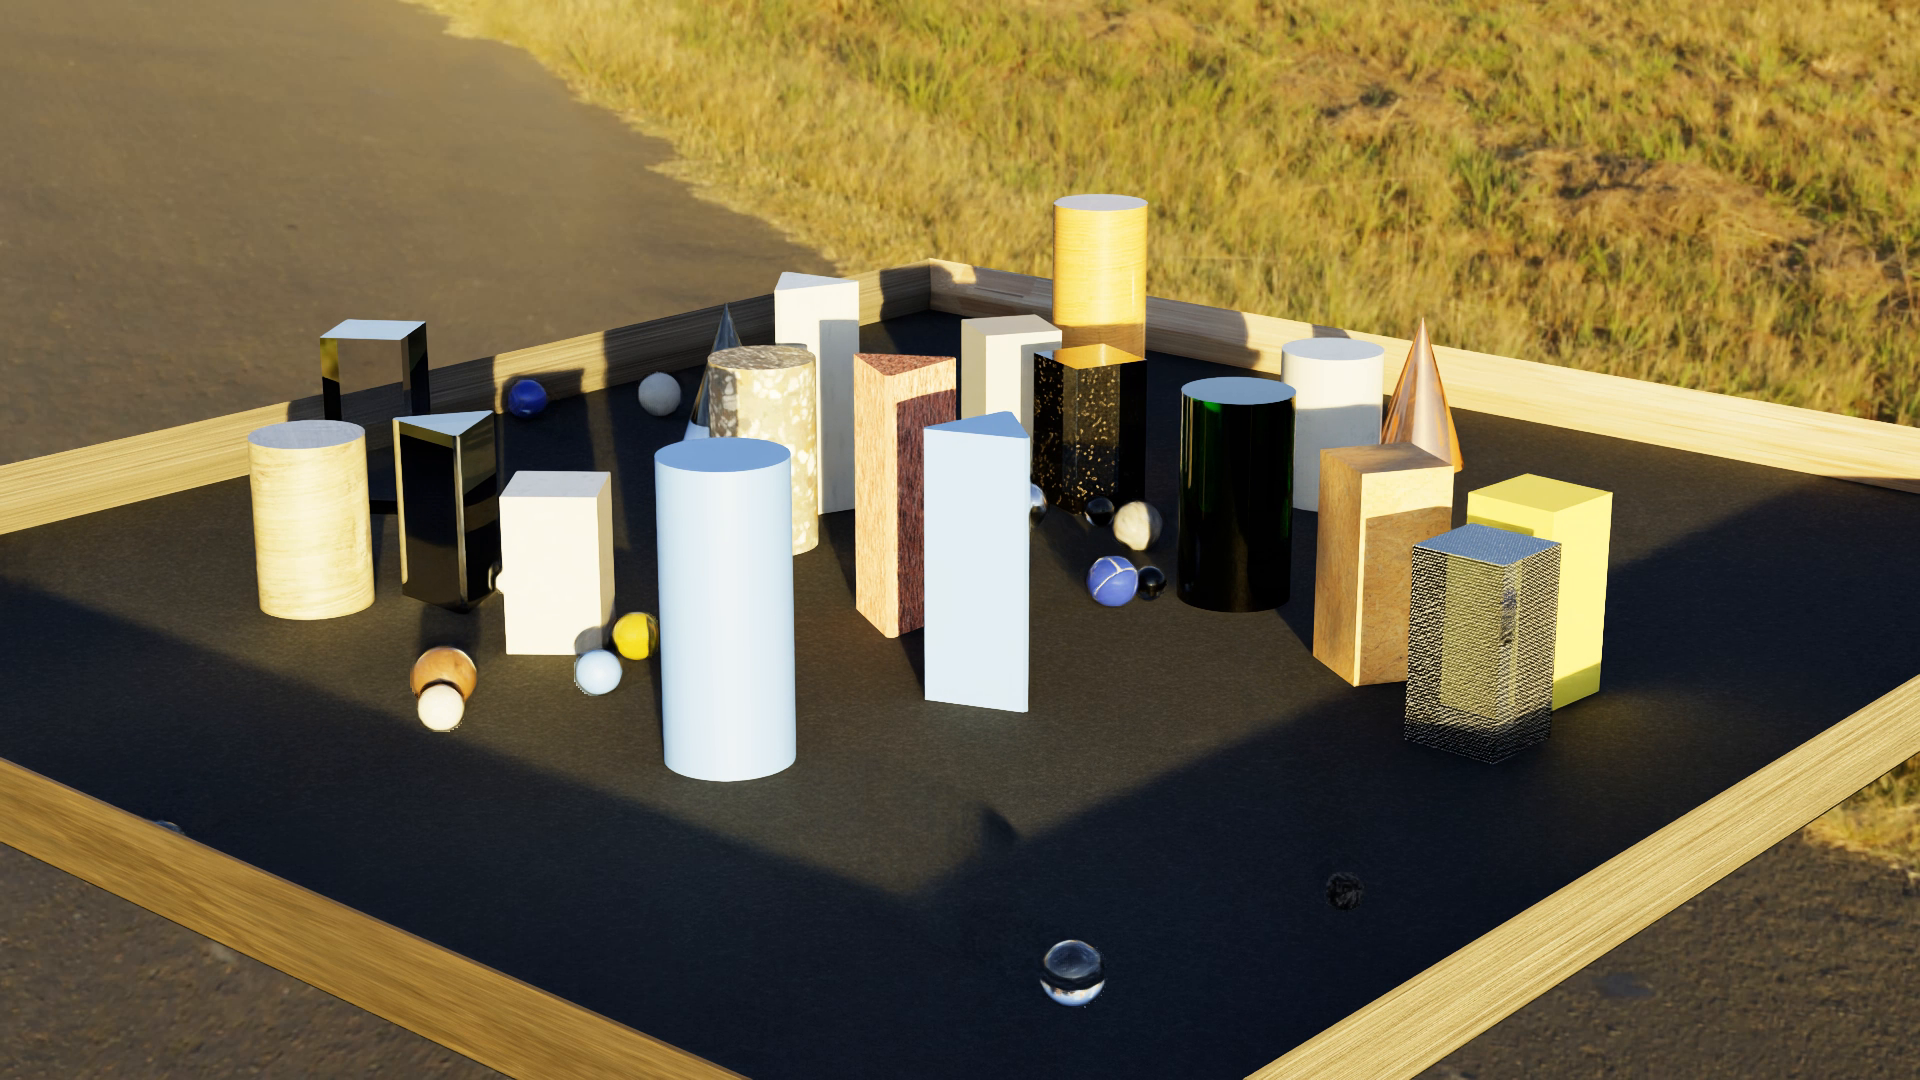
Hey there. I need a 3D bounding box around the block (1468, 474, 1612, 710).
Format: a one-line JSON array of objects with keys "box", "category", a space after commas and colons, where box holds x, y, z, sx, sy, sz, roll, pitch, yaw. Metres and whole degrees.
[{"box": [0.903, 0.083, 4.609, 0.158, 0.327, 0.158, -16, 23, -42], "category": "block"}]

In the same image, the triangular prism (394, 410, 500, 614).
[{"box": [-0.863, -0.057, 5.091, 0.171, 0.317, 0.148, 15, 22, 40], "category": "triangular prism"}]

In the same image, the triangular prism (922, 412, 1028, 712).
[{"box": [0.049, 0.028, 4.596, 0.171, 0.440, 0.148, 6, 18, 20], "category": "triangular prism"}]

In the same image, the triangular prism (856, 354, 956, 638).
[{"box": [-0.119, -0.084, 4.953, 0.148, 0.450, 0.171, 14, 21, 38], "category": "triangular prism"}]

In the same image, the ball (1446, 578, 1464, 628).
[{"box": [0.862, 0.106, 4.940, 0.092, 0.092, 0.092, 0, 17, 0], "category": "ball"}]

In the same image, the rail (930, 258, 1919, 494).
[{"box": [1.113, -0.338, 6.347, 3.191, 0.128, 0.045, 14, 22, 39], "category": "rail"}]

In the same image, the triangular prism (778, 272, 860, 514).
[{"box": [-0.301, -0.283, 5.621, 0.171, 0.444, 0.148, -9, 19, -27], "category": "triangular prism"}]

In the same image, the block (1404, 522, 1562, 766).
[{"box": [0.785, 0.154, 4.407, 0.158, 0.309, 0.158, 15, 22, 40], "category": "block"}]

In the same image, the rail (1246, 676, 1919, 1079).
[{"box": [1.187, 0.329, 4.133, 0.045, 0.128, 3.442, 14, 22, 39], "category": "rail"}]

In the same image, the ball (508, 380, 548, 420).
[{"box": [-0.931, -0.302, 6.307, 0.085, 0.085, 0.085, 0, 17, 0], "category": "ball"}]

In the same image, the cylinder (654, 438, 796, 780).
[{"box": [-0.343, 0.100, 4.310, 0.197, 0.468, 0.197, 0, 17, 0], "category": "cylinder"}]

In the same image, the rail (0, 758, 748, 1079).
[{"box": [-1.113, 0.402, 3.893, 3.191, 0.128, 0.045, 14, 22, 39], "category": "rail"}]

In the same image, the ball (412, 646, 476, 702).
[{"box": [-0.803, 0.214, 4.570, 0.099, 0.099, 0.099, 0, 17, 0], "category": "ball"}]

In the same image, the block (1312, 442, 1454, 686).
[{"box": [0.680, 0.037, 4.721, 0.158, 0.351, 0.158, -5, 18, -17], "category": "block"}]

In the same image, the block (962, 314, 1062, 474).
[{"box": [0.103, -0.291, 5.913, 0.158, 0.291, 0.158, -5, 18, -17], "category": "block"}]

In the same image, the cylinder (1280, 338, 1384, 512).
[{"box": [0.717, -0.224, 5.679, 0.197, 0.299, 0.197, 0, 17, 0], "category": "cylinder"}]

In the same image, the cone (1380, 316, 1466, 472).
[{"box": [0.929, -0.303, 5.927, 0.197, 0.306, 0.197, 0, 17, 0], "category": "cone"}]

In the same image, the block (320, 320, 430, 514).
[{"box": [-1.119, -0.237, 5.644, 0.158, 0.344, 0.158, 2, 17, 7], "category": "block"}]

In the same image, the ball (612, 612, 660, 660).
[{"box": [-0.530, 0.157, 4.796, 0.079, 0.079, 0.079, 0, 17, 0], "category": "ball"}]

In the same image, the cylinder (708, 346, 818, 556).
[{"box": [-0.361, -0.164, 5.387, 0.197, 0.351, 0.197, 0, 17, 0], "category": "cylinder"}]

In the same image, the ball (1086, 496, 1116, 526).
[{"box": [0.264, -0.053, 5.531, 0.057, 0.057, 0.057, 0, 17, 0], "category": "ball"}]

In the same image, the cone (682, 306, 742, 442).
[{"box": [-0.482, -0.347, 6.091, 0.197, 0.297, 0.197, 0, 17, 0], "category": "cone"}]

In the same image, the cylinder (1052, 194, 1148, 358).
[{"box": [0.292, -0.471, 6.175, 0.197, 0.485, 0.197, 0, 17, 0], "category": "cylinder"}]

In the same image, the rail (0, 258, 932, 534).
[{"box": [-1.187, -0.265, 6.107, 0.045, 0.128, 3.442, 14, 22, 39], "category": "rail"}]

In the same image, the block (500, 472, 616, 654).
[{"box": [-0.665, 0.037, 4.864, 0.158, 0.269, 0.158, 0, 17, 2], "category": "block"}]

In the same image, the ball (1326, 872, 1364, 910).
[{"box": [0.504, 0.459, 3.842, 0.050, 0.050, 0.050, 0, 17, 0], "category": "ball"}]

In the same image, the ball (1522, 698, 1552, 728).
[{"box": [0.884, 0.265, 4.491, 0.047, 0.047, 0.047, 0, 17, 0], "category": "ball"}]

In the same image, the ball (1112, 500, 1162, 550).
[{"box": [0.326, -0.026, 5.381, 0.092, 0.092, 0.092, 0, 17, 0], "category": "ball"}]

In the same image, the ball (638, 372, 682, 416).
[{"box": [-0.649, -0.314, 6.334, 0.094, 0.094, 0.094, 0, 17, 0], "category": "ball"}]

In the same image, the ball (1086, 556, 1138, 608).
[{"box": [0.263, 0.071, 5.061, 0.089, 0.089, 0.089, 0, 17, 0], "category": "ball"}]

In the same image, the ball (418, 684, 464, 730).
[{"box": [-0.793, 0.256, 4.480, 0.071, 0.071, 0.071, 0, 17, 0], "category": "ball"}]

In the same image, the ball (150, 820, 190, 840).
[{"box": [-1.073, 0.416, 3.936, 0.078, 0.078, 0.078, 0, 17, 0], "category": "ball"}]

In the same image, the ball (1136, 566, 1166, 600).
[{"box": [0.329, 0.076, 5.097, 0.060, 0.060, 0.060, 0, 17, 0], "category": "ball"}]

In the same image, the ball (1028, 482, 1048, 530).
[{"box": [0.119, -0.064, 5.502, 0.094, 0.094, 0.094, 0, 17, 0], "category": "ball"}]

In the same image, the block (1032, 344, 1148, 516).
[{"box": [0.250, -0.215, 5.670, 0.158, 0.287, 0.158, -9, 19, -28], "category": "block"}]

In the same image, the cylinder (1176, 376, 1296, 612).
[{"box": [0.478, -0.080, 5.079, 0.197, 0.369, 0.197, 0, 17, 0], "category": "cylinder"}]

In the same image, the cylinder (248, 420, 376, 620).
[{"box": [-1.117, -0.037, 5.053, 0.197, 0.301, 0.197, 0, 17, 0], "category": "cylinder"}]

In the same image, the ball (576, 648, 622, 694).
[{"box": [-0.571, 0.208, 4.635, 0.072, 0.072, 0.072, 0, 17, 0], "category": "ball"}]

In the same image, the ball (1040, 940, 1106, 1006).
[{"box": [0.137, 0.527, 3.565, 0.081, 0.081, 0.081, 0, 17, 0], "category": "ball"}]

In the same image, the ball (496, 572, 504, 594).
[{"box": [-0.790, 0.074, 5.131, 0.044, 0.044, 0.044, 0, 17, 0], "category": "ball"}]
